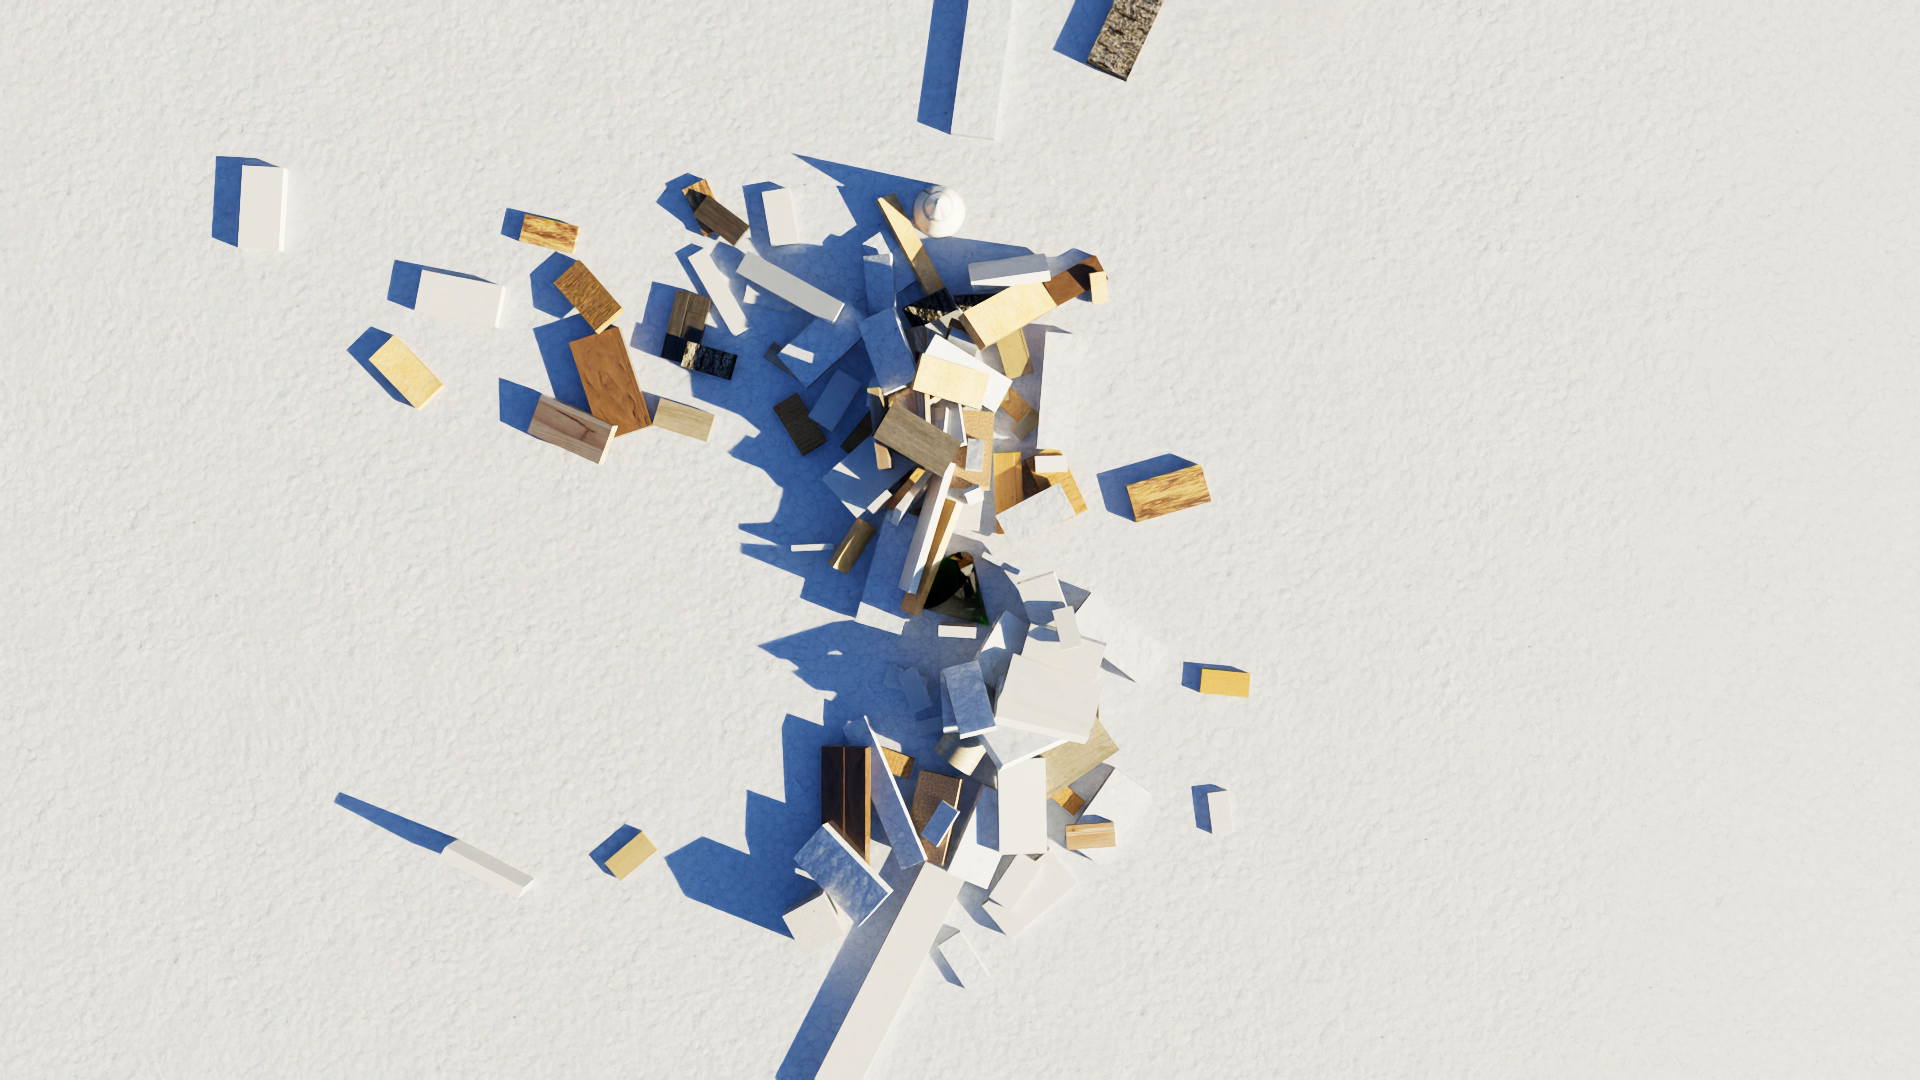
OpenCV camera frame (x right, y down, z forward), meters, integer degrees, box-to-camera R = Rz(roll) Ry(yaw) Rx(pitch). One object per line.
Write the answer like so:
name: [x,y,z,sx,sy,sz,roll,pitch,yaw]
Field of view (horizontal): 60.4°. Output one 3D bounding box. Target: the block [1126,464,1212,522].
block: [0.692,-0.155,5.482,0.256,0.036,0.128,-16,90,0]

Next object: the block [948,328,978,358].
block: [0.007,-0.628,5.400,0.100,0.201,0.028,21,74,0]

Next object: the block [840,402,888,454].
block: [-0.221,-0.387,5.476,0.172,0.049,0.345,39,90,0]

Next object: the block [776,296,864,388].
block: [-0.447,-0.655,5.455,0.294,0.042,0.147,-42,90,2]

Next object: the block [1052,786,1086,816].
block: [0.350,0.854,5.491,0.123,0.017,0.062,40,90,0]

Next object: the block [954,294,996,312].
block: [0.050,-0.782,5.490,0.139,0.020,0.070,-2,90,0]

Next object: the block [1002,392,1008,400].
block: [0.092,-0.494,5.475,0.136,0.019,0.068,-4,81,9]

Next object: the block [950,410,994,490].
block: [0.039,-0.296,5.406,0.131,0.037,0.262,4,72,-1]

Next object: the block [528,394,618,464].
block: [-1.281,-0.366,5.449,0.273,0.039,0.136,24,98,9]

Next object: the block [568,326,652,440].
block: [-1.157,-0.516,5.476,0.172,0.049,0.345,-18,90,0]

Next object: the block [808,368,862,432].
block: [-0.415,-0.464,5.473,0.095,0.027,0.189,31,83,-3]

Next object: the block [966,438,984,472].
block: [0.048,-0.277,5.373,0.053,0.015,0.106,5,72,-1]

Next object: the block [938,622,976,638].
block: [-0.009,0.293,5.381,0.119,0.239,0.034,3,90,0]

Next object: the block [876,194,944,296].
block: [-0.162,-0.975,5.474,0.070,0.020,0.369,-28,90,-31]

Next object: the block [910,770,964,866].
block: [-0.090,0.916,5.450,0.144,0.041,0.287,11,86,18]

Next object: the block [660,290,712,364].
block: [-0.910,-0.704,5.484,0.115,0.033,0.230,14,90,0]

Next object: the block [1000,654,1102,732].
block: [0.297,0.497,5.381,0.314,0.044,0.157,21,51,-3]

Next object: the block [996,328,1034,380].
block: [0.176,-0.634,5.487,0.093,0.026,0.185,-16,90,0]

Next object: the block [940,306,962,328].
block: [-0.019,-0.733,5.473,0.070,0.020,0.139,-40,95,20]

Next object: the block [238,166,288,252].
block: [-2.316,-1.100,5.481,0.136,0.039,0.273,3,90,0]

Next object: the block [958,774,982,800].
block: [0.040,0.831,5.491,0.123,0.017,0.062,27,90,0]

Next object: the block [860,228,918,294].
block: [-0.231,-0.925,5.486,0.100,0.028,0.201,-35,90,0]

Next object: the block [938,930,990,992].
block: [0.012,1.399,5.487,0.090,0.025,0.179,-33,90,0]

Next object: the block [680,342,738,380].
block: [-0.832,-0.594,5.467,0.170,0.024,0.085,15,90,-15]

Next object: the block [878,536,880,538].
block: [-0.229,0.011,5.493,0.047,0.013,0.094,-38,90,0]

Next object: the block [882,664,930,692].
block: [-0.181,0.469,5.490,0.142,0.020,0.071,20,90,0]

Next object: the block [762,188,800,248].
block: [-0.597,-1.072,5.487,0.091,0.026,0.183,-10,90,0]

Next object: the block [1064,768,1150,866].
block: [0.490,0.917,5.479,0.146,0.041,0.292,35,90,0]

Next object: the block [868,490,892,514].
block: [-0.260,-0.125,5.415,0.086,0.171,0.024,-43,90,0]

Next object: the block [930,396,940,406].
block: [-0.062,-0.518,5.418,0.184,0.026,0.092,-38,52,-10]

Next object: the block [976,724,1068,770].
block: [0.214,0.632,5.368,0.293,0.042,0.147,-19,62,-30]

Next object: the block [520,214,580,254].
block: [-1.365,-1.017,5.487,0.183,0.026,0.091,13,90,0]

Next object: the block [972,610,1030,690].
block: [0.134,0.363,5.451,0.120,0.034,0.239,32,81,-15]

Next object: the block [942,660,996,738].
block: [0.030,0.514,5.331,0.119,0.034,0.239,-13,62,-5]

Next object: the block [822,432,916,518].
block: [-0.267,-0.252,5.427,0.345,0.049,0.172,-42,90,0]

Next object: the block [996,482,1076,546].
block: [0.249,-0.083,5.439,0.236,0.033,0.118,-27,90,8]

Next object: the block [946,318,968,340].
block: [0.006,-0.660,5.399,0.100,0.201,0.028,21,74,1]

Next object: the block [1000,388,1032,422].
block: [0.174,-0.456,5.490,0.136,0.019,0.068,44,90,0]

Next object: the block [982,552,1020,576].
block: [0.135,0.077,5.466,0.136,0.068,0.019,27,90,0]

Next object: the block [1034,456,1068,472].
block: [0.301,-0.251,5.451,0.106,0.015,0.053,-2,87,-8]

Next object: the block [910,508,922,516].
block: [-0.110,-0.025,5.488,0.086,0.024,0.171,-12,90,0]

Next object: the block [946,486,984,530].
block: [0.014,-0.168,5.444,0.131,0.037,0.262,7,90,0]

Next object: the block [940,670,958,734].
block: [0.000,0.524,5.404,0.119,0.239,0.034,-5,135,0]

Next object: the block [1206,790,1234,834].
block: [0.865,0.906,5.490,0.069,0.020,0.139,-7,90,0]

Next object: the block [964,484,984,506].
block: [0.045,-0.148,5.374,0.053,0.106,0.015,-24,68,0]

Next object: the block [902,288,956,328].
block: [-0.100,-0.764,5.452,0.161,0.023,0.081,-23,110,18]

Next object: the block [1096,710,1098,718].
block: [0.392,0.581,5.490,0.139,0.020,0.069,0,91,0]

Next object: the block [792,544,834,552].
block: [-0.488,0.024,5.466,0.134,0.067,0.019,-2,90,0]

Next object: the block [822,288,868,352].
block: [-0.339,-0.701,5.487,0.347,0.026,0.091,35,90,0]

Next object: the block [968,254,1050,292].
block: [0.161,-0.883,5.437,0.258,0.129,0.037,-8,126,0]

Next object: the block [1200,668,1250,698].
block: [0.881,0.476,5.489,0.160,0.023,0.080,5,90,0]

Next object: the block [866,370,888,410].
block: [-0.269,-0.499,5.455,0.066,0.019,0.131,-4,67,26]

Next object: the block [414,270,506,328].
block: [-1.660,-0.801,5.481,0.273,0.039,0.136,11,90,0]

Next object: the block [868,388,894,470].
block: [-0.257,-0.358,5.336,0.037,0.130,0.259,-8,90,4]

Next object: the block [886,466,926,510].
block: [-0.174,-0.175,5.384,0.026,0.182,0.091,40,48,-4]

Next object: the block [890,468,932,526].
block: [-0.158,-0.140,5.408,0.027,0.095,0.191,33,58,6]

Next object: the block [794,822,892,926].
block: [-0.384,1.096,5.411,0.311,0.044,0.156,44,103,12]

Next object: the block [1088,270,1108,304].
block: [0.460,-0.838,5.470,0.052,0.015,0.104,-11,113,-8]
